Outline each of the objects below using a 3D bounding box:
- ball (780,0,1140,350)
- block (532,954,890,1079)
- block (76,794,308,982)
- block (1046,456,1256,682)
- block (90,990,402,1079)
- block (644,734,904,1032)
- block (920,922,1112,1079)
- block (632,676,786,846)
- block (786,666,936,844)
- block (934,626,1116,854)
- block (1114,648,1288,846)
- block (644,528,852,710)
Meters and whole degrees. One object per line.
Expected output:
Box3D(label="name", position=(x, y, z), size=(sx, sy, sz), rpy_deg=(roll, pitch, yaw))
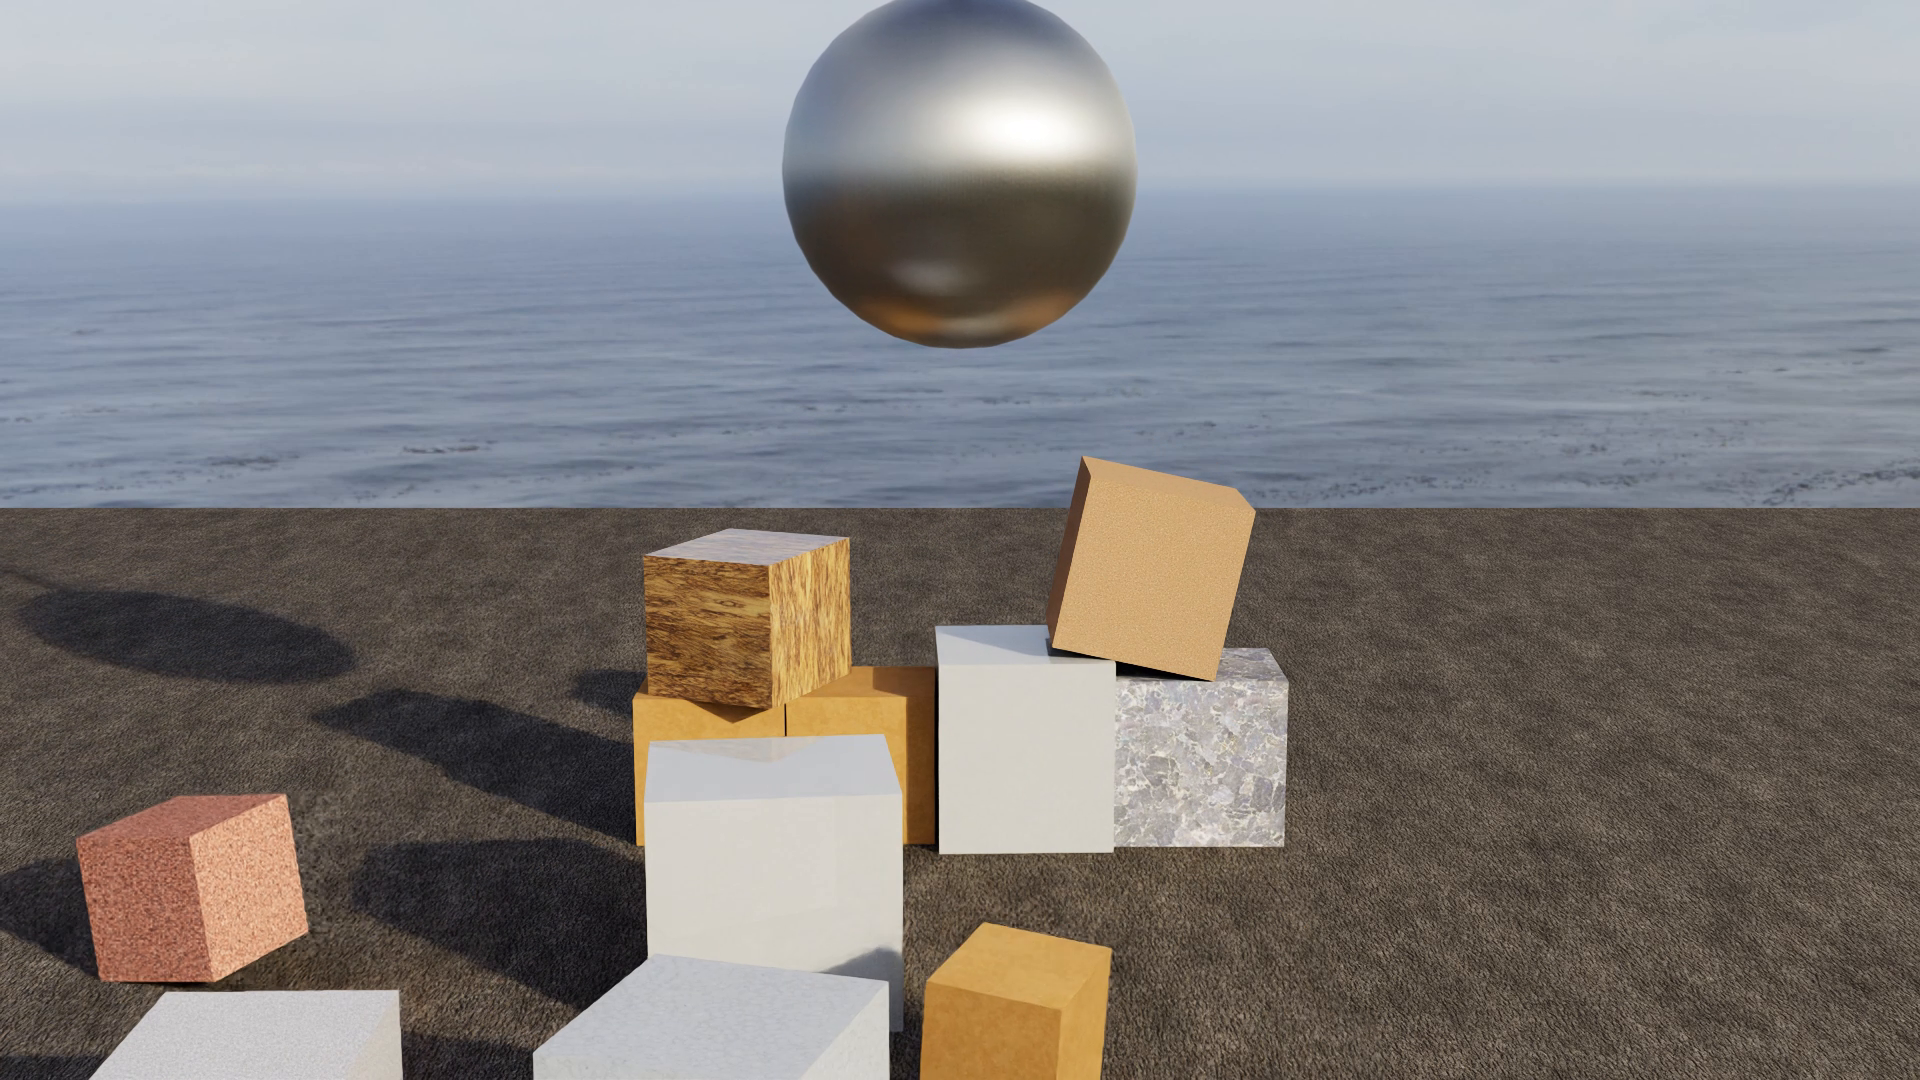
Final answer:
Box3D(label="ball", position=(0.000, -1.656, 9.856), size=(1.600, 1.600, 1.600), rpy_deg=(0, 10, 0))
Box3D(label="block", position=(-0.756, 1.884, 6.943), size=(0.832, 0.810, 0.853), rpy_deg=(3, 11, 17))
Box3D(label="block", position=(-3.289, 1.487, 9.449), size=(0.591, 0.625, 0.636), rpy_deg=(-4, 8, 21))
Box3D(label="block", position=(0.949, 0.130, 11.187), size=(0.826, 0.873, 0.752), rpy_deg=(12, 10, -2))
Box3D(label="block", position=(-2.199, 1.917, 6.859), size=(0.754, 0.774, 0.752), rpy_deg=(0, 10, -1))
Box3D(label="block", position=(-0.774, 1.409, 9.068), size=(1.001, 0.984, 0.891), rpy_deg=(-1, 10, -6))
Box3D(label="block", position=(0.202, 1.800, 7.978), size=(0.502, 0.559, 0.605), rpy_deg=(8, 13, 19))
Box3D(label="block", position=(-1.254, 1.103, 11.383), size=(0.754, 0.758, 0.731), rpy_deg=(0, 10, 0))
Box3D(label="block", position=(-0.499, 1.102, 11.367), size=(0.741, 0.764, 0.649), rpy_deg=(0, 10, 0))
Box3D(label="block", position=(0.317, 1.007, 11.322), size=(0.871, 0.967, 0.887), rpy_deg=(0, 10, -2))
Box3D(label="block", position=(1.198, 1.058, 11.358), size=(0.866, 0.854, 0.730), rpy_deg=(0, 10, 0))
Box3D(label="block", position=(-1.068, 0.383, 11.197), size=(0.717, 0.715, 0.826), rpy_deg=(4, 11, 25))
